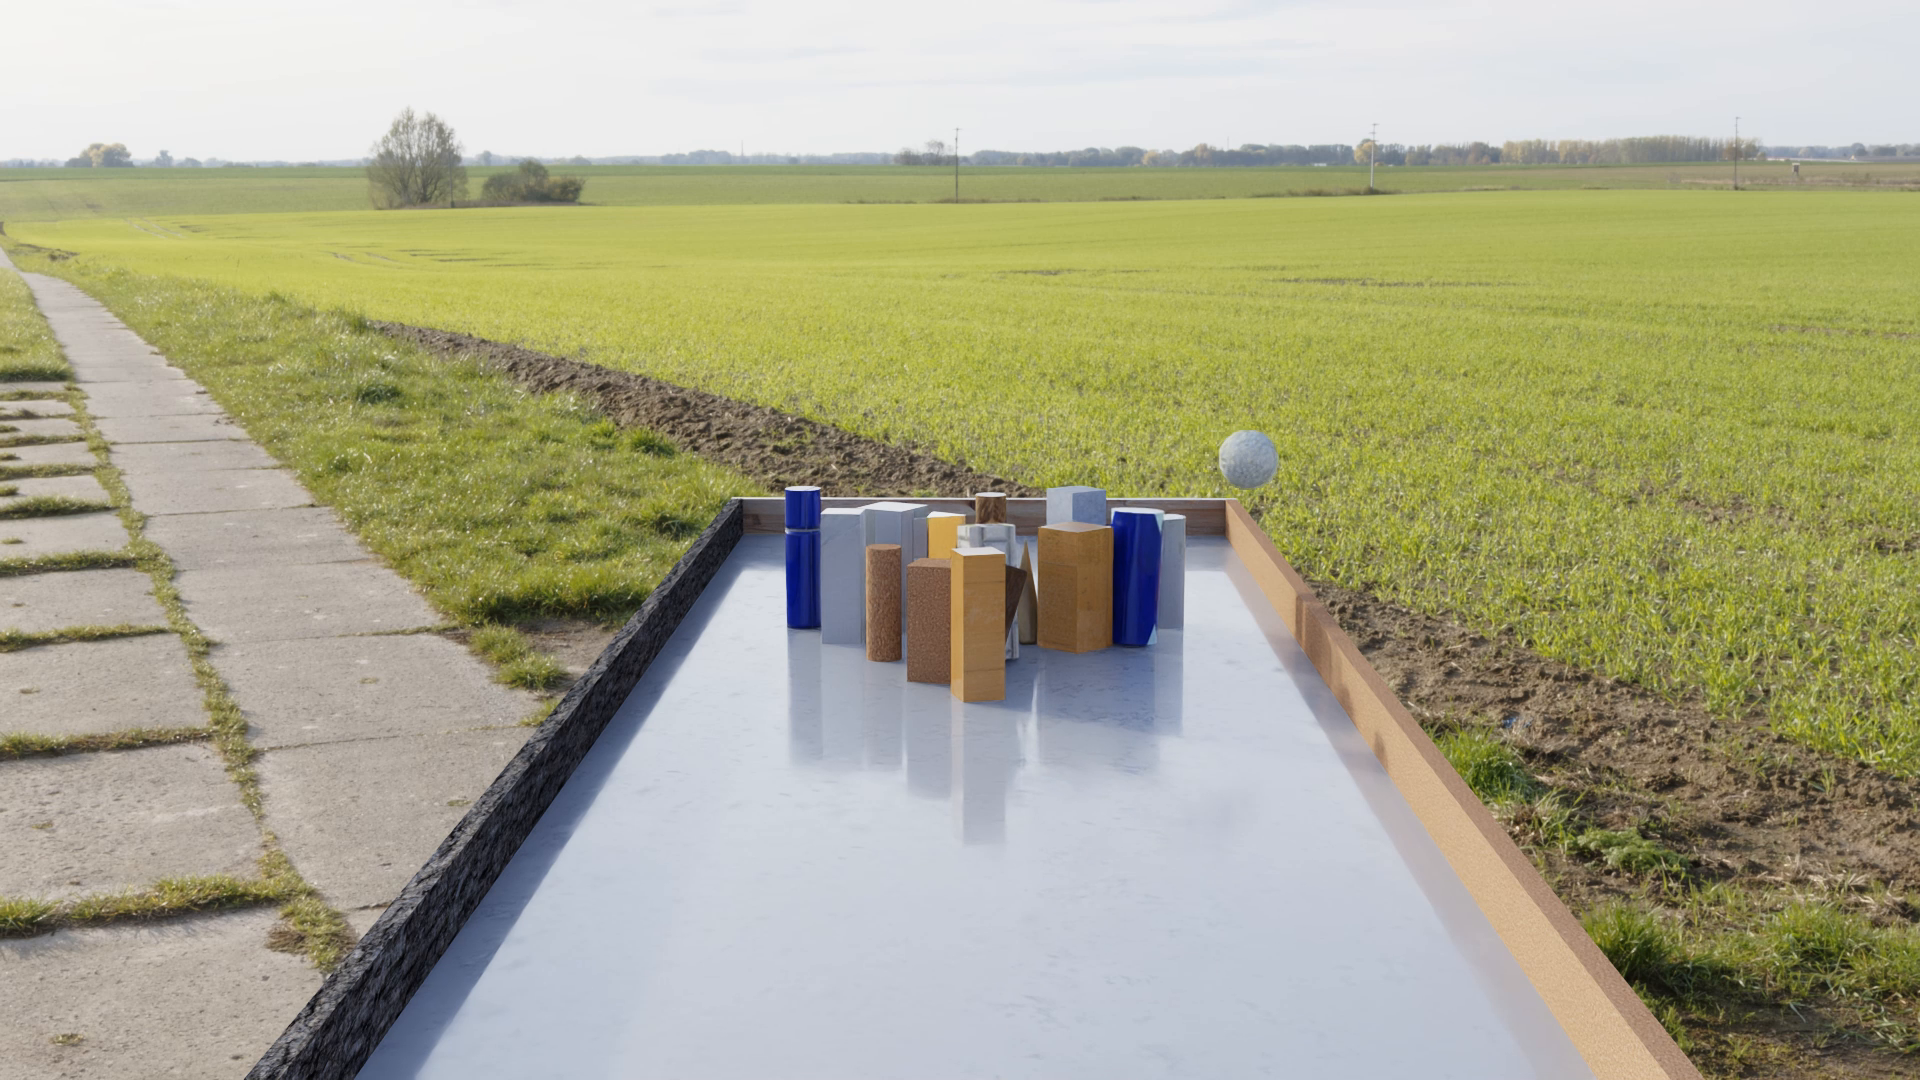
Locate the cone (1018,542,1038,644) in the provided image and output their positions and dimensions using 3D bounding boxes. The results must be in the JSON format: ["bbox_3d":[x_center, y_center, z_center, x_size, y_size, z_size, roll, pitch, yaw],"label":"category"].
[{"bbox_3d":[0.208,0.156,6.961,0.125,0.334,0.125,0,9,0],"label":"cone"}]

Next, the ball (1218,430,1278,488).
[{"bbox_3d":[0.918,-0.260,7.022,0.187,0.187,0.187,0,9,0],"label":"ball"}]

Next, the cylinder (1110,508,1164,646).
[{"bbox_3d":[0.550,0.113,6.940,0.165,0.416,0.165,3,7,0],"label":"cylinder"}]

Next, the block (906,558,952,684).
[{"bbox_3d":[-0.065,0.236,6.430,0.146,0.342,0.146,2,9,15],"label":"block"}]

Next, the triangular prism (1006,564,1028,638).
[{"bbox_3d":[0.104,0.227,6.581,0.110,0.312,0.095,17,-1,2],"label":"triangular prism"}]

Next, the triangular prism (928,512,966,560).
[{"bbox_3d":[-0.063,0.119,6.962,0.128,0.407,0.111,-4,10,-22],"label":"triangular prism"}]

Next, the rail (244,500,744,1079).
[{"bbox_3d":[-1.004,0.839,3.234,0.050,0.150,12.000,0,9,1],"label":"rail"}]

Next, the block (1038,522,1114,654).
[{"bbox_3d":[0.361,0.146,6.882,0.167,0.378,0.167,-9,13,-44],"label":"block"}]

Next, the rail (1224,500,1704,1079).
[{"bbox_3d":[1.046,0.843,3.208,0.050,0.150,12.000,0,9,1],"label":"rail"}]

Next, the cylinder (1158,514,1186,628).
[{"bbox_3d":[0.673,0.102,7.215,0.130,0.361,0.130,0,9,0],"label":"cylinder"}]

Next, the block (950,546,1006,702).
[{"bbox_3d":[0.051,0.237,6.187,0.123,0.416,0.123,-3,9,-16],"label":"block"}]

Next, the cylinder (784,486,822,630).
[{"bbox_3d":[-0.511,0.058,7.186,0.116,0.456,0.116,0,9,0],"label":"cylinder"}]

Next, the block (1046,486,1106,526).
[{"bbox_3d":[0.379,0.059,7.182,0.138,0.455,0.138,-6,11,-34],"label":"block"}]

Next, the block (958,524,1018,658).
[{"bbox_3d":[0.084,0.156,6.697,0.144,0.403,0.144,-2,3,-15],"label":"block"}]

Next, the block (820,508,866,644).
[{"bbox_3d":[-0.368,0.114,6.966,0.123,0.415,0.123,1,9,6],"label":"block"}]

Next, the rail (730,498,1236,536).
[{"bbox_3d":[0.099,-0.098,9.147,2.100,0.150,0.050,0,9,1],"label":"rail"}]

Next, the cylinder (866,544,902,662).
[{"bbox_3d":[-0.232,0.191,6.701,0.108,0.345,0.108,0,9,0],"label":"cylinder"}]

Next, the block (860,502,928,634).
[{"bbox_3d":[-0.220,0.088,7.181,0.171,0.399,0.171,5,10,29],"label":"block"}]

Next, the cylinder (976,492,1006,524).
[{"bbox_3d":[0.101,0.065,7.212,0.101,0.433,0.101,0,9,0],"label":"cylinder"}]
